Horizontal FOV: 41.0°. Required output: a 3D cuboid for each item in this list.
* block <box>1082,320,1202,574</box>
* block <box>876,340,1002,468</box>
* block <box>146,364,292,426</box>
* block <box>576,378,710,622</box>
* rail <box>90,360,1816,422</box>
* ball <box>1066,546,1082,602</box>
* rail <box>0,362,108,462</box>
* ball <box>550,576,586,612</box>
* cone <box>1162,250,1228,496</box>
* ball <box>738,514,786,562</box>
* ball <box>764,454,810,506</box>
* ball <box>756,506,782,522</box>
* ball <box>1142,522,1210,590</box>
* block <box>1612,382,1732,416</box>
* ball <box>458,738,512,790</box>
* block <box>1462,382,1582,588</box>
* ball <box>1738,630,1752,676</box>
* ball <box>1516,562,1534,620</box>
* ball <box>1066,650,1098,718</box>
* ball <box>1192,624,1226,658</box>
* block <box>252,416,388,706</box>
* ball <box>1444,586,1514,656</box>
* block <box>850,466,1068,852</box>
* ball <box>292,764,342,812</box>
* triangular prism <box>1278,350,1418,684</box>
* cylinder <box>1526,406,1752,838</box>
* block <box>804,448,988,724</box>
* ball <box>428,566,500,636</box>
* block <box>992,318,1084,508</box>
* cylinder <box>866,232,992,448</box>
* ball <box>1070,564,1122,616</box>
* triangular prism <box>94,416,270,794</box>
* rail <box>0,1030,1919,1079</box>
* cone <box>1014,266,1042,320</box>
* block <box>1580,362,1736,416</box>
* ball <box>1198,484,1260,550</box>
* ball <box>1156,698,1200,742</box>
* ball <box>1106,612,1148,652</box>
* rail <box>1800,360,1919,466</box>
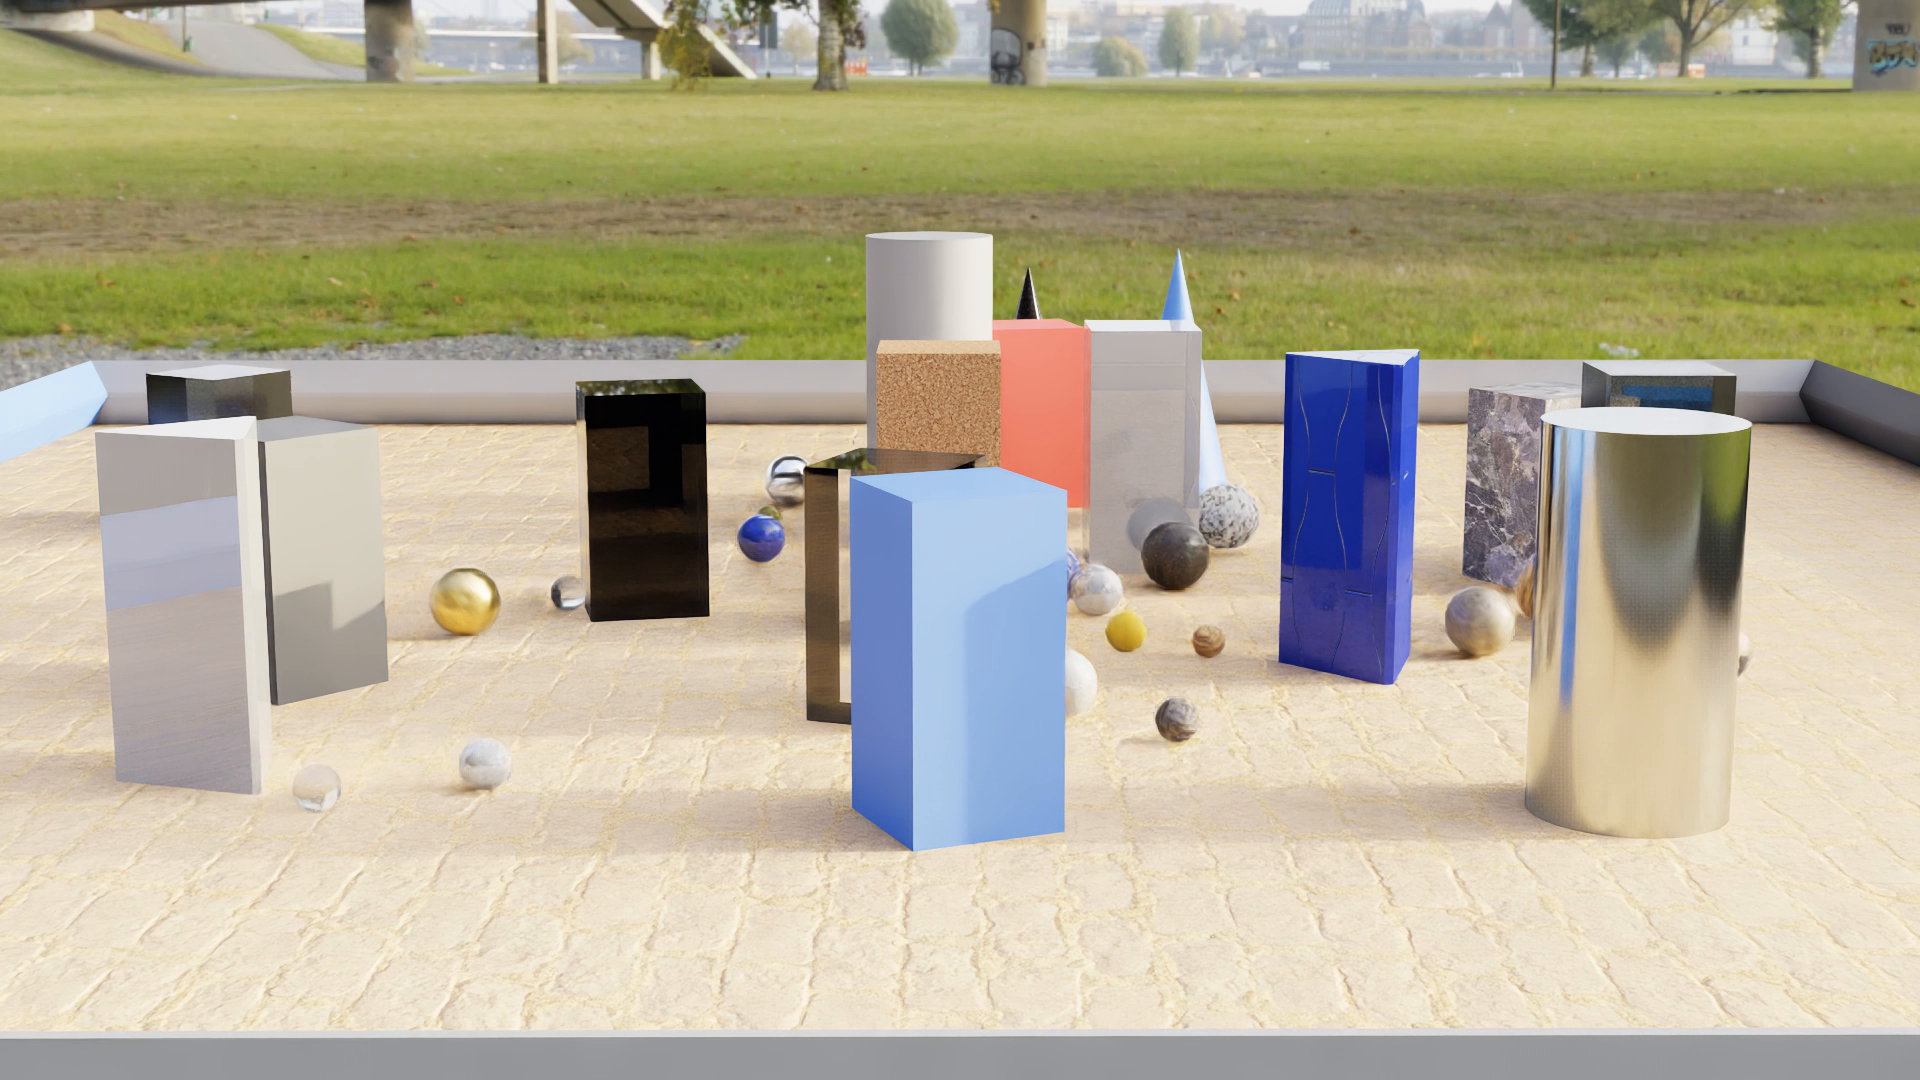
[{"bbox_3d":[0.265,-0.139,3.767,0.158,0.353,0.158,0,10,-1],"label":"block"},{"bbox_3d":[-0.027,-0.070,3.358,0.158,0.366,0.158,0,10,0],"label":"block"},{"bbox_3d":[-1.186,-0.149,4.124,0.158,0.243,0.158,7,12,32],"label":"block"},{"bbox_3d":[-0.429,-0.057,3.462,0.158,0.302,0.158,-2,11,-13],"label":"block"},{"bbox_3d":[-0.011,-0.301,5.254,3.543,0.128,0.045,0,10,0],"label":"rail"},{"bbox_3d":[0.118,0.046,3.476,0.094,0.094,0.094,0,10,0],"label":"ball"},{"bbox_3d":[-1.748,0.035,3.439,0.045,0.128,3.719,0,10,0],"label":"rail"},{"bbox_3d":[-0.527,0.072,3.451,0.048,0.048,0.048,0,10,0],"label":"ball"},{"bbox_3d":[0.347,-0.249,4.119,0.197,0.441,0.197,0,10,0],"label":"cone"},{"bbox_3d":[-0.294,-0.003,3.802,0.071,0.071,0.071,0,10,0],"label":"ball"},{"bbox_3d":[-0.284,-0.100,4.285,0.086,0.086,0.086,0,10,0],"label":"ball"},{"bbox_3d":[-0.303,-0.034,4.055,0.041,0.041,0.041,0,10,0],"label":"ball"},{"bbox_3d":[0.303,0.021,3.607,0.095,0.095,0.095,0,10,0],"label":"ball"},{"bbox_3d":[1.054,-0.100,3.827,0.158,0.253,0.158,2,11,11],"label":"block"},{"bbox_3d":[-0.483,0.228,2.607,0.053,0.053,0.053,0,10,0],"label":"ball"},{"bbox_3d":[0.834,-0.078,3.656,0.158,0.273,0.158,-6,12,-29],"label":"block"},{"bbox_3d":[0.913,0.135,3.070,0.068,0.068,0.068,0,10,0],"label":"ball"},{"bbox_3d":[0.776,0.068,3.374,0.089,0.089,0.089,0,10,0],"label":"ball"},{"bbox_3d":[0.117,0.162,2.894,0.078,0.078,0.078,0,10,0],"label":"ball"},{"bbox_3d":[0.309,0.126,3.191,0.041,0.041,0.041,0,10,0],"label":"ball"},{"bbox_3d":[-0.795,0.020,3.034,0.158,0.307,0.158,9,14,39],"label":"block"},{"bbox_3d":[0.648,0.101,3.201,0.087,0.087,0.087,0,10,0],"label":"ball"},{"bbox_3d":[-0.003,0.110,2.477,0.158,0.333,0.158,-5,11,-23],"label":"block"},{"bbox_3d":[-0.634,0.245,2.531,0.048,0.048,0.048,0,10,0],"label":"ball"},{"bbox_3d":[0.506,-0.036,3.129,0.148,0.383,0.171,-10,14,-42],"label":"triangular prism"},{"bbox_3d":[0.660,0.076,2.507,0.197,0.389,0.197,0,10,0],"label":"cylinder"},{"bbox_3d":[-0.071,0.053,2.905,0.158,0.289,0.158,4,11,21],"label":"block"},{"bbox_3d":[-0.639,0.078,3.311,0.091,0.091,0.091,0,10,0],"label":"ball"},{"bbox_3d":[0.111,-0.213,4.308,0.158,0.300,0.158,-2,11,-12],"label":"block"},{"bbox_3d":[-0.048,-0.243,4.019,0.197,0.465,0.197,0,10,0],"label":"cylinder"},{"bbox_3d":[0.182,0.067,3.429,0.070,0.070,0.070,0,10,0],"label":"ball"},{"bbox_3d":[-0.767,0.061,2.657,0.171,0.363,0.148,4,11,19],"label":"triangular prism"},{"bbox_3d":[0.011,0.367,1.644,3.543,0.128,0.045,0,10,0],"label":"rail"},{"bbox_3d":[0.126,-0.325,4.736,0.197,0.365,0.197,0,10,0],"label":"cone"},{"bbox_3d":[0.900,-0.054,3.341,0.158,0.341,0.158,0,10,1],"label":"block"},{"bbox_3d":[0.399,-0.035,3.839,0.099,0.099,0.099,0,10,0],"label":"ball"},{"bbox_3d":[0.237,0.196,2.794,0.048,0.048,0.048,0,10,0],"label":"ball"},{"bbox_3d":[0.209,0.115,3.219,0.052,0.052,0.052,0,10,0],"label":"ball"},{"bbox_3d":[1.748,0.031,3.459,0.045,0.128,3.719,0,10,0],"label":"rail"}]
